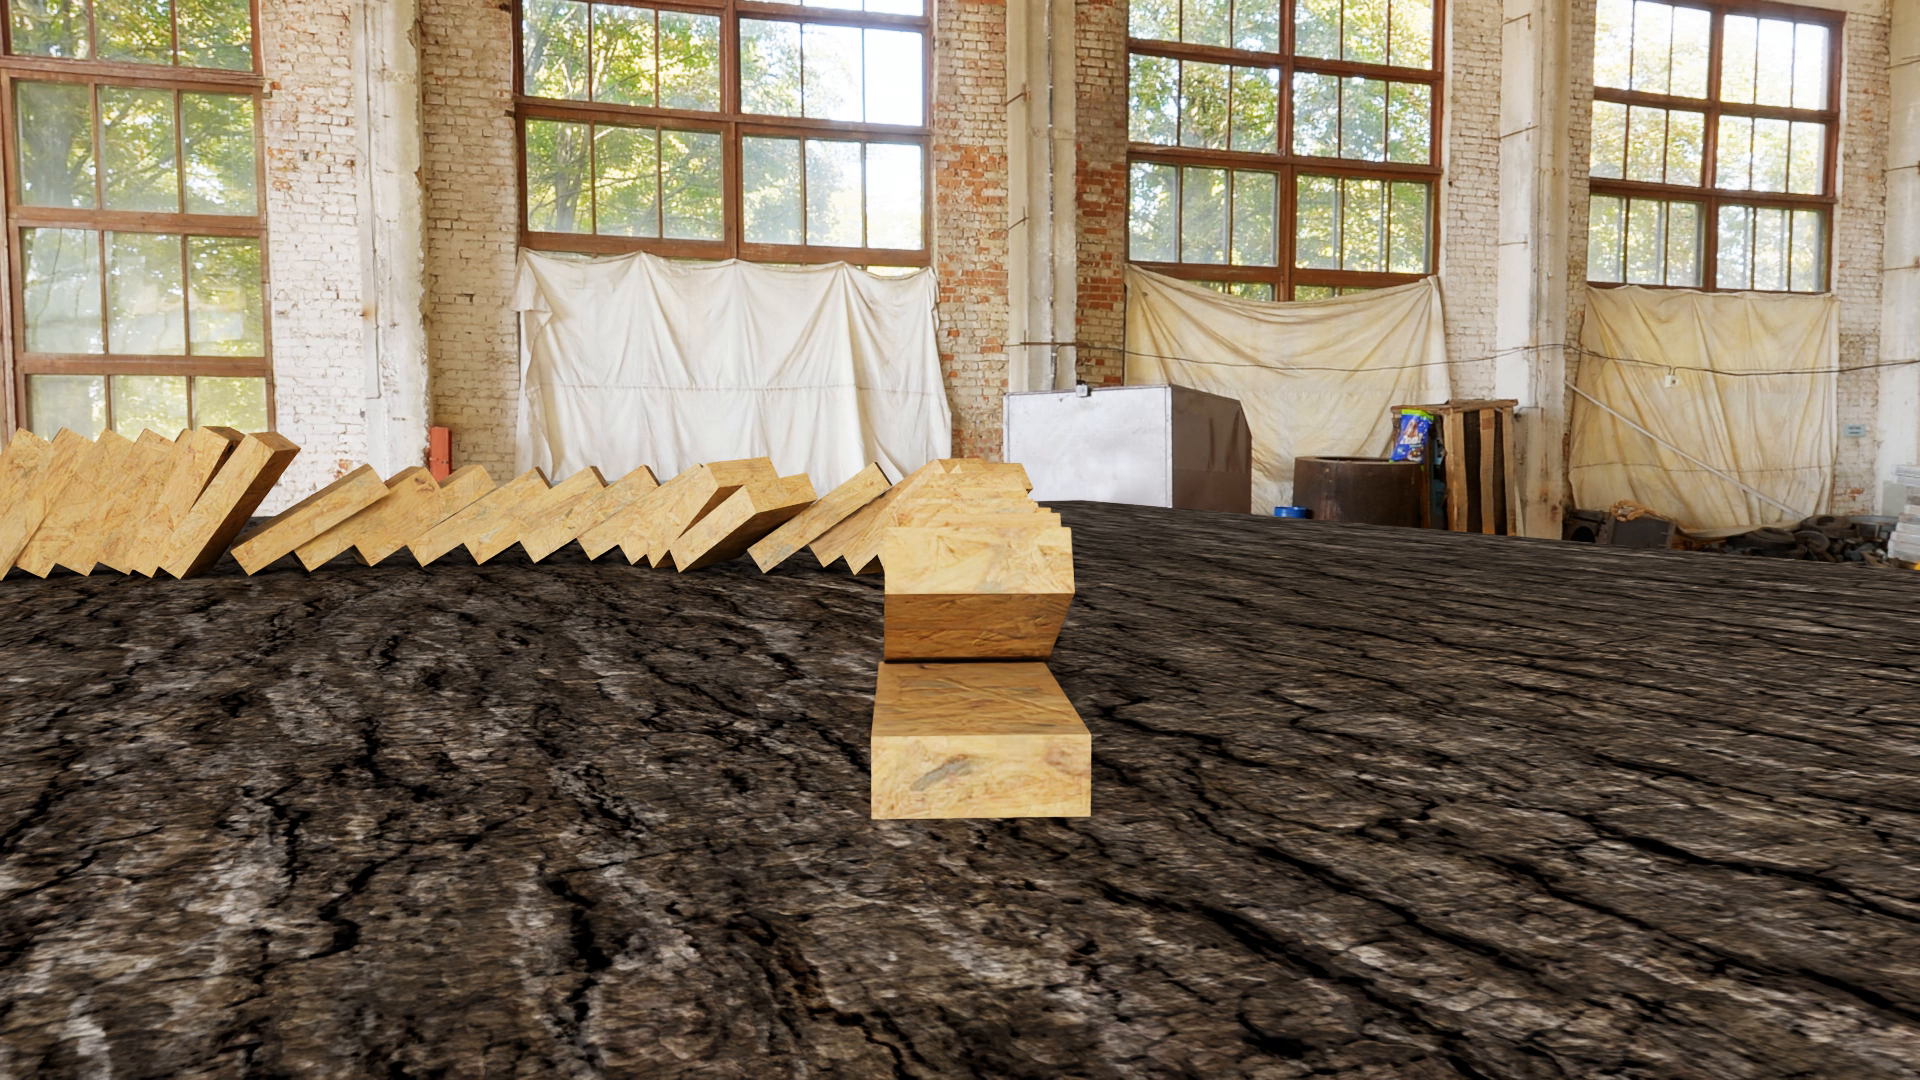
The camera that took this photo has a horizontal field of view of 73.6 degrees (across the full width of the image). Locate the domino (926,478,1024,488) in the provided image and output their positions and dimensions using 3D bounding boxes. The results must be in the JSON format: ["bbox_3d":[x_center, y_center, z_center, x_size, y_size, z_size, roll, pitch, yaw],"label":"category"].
[{"bbox_3d":[0.001,-0.001,0.355,0.025,0.010,0.050,-1,-26,-9],"label":"domino"}]

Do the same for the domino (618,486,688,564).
[{"bbox_3d":[-0.095,-0.010,0.455,0.050,0.010,0.025,-36,-8,18],"label":"domino"}]

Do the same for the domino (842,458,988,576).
[{"bbox_3d":[-0.013,-0.007,0.415,0.050,0.010,0.025,-42,-21,31],"label":"domino"}]

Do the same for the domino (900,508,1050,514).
[{"bbox_3d":[0.002,0.009,0.234,0.025,0.010,0.050,0,-24,-2],"label":"domino"}]

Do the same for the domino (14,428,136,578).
[{"bbox_3d":[-0.289,-0.013,0.419,0.010,0.050,0.025,34,-15,-31],"label":"domino"}]

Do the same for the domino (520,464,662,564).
[{"bbox_3d":[-0.132,-0.010,0.463,0.050,0.010,0.025,-33,7,-7],"label":"domino"}]

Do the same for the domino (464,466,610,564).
[{"bbox_3d":[-0.151,-0.009,0.460,0.050,0.009,0.025,-33,8,-7],"label":"domino"}]

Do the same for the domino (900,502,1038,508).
[{"bbox_3d":[0.001,0.008,0.255,0.025,0.010,0.050,0,-23,-1],"label":"domino"}]

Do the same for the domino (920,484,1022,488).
[{"bbox_3d":[0.001,0.001,0.335,0.025,0.010,0.050,0,-25,-5],"label":"domino"}]

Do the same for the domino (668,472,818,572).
[{"bbox_3d":[-0.071,-0.005,0.416,0.025,0.009,0.050,-16,-11,-45],"label":"domino"}]

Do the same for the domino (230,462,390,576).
[{"bbox_3d":[-0.219,-0.008,0.432,0.050,0.010,0.025,-36,23,-20],"label":"domino"}]

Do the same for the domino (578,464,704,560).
[{"bbox_3d":[-0.113,-0.010,0.467,0.050,0.010,0.025,-33,5,-6],"label":"domino"}]

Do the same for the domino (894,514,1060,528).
[{"bbox_3d":[0.002,0.011,0.214,0.025,0.009,0.050,0,-24,-3],"label":"domino"}]

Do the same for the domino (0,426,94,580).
[{"bbox_3d":[-0.297,-0.012,0.411,0.010,0.050,0.025,35,-17,-33],"label":"domino"}]

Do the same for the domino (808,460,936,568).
[{"bbox_3d":[-0.027,-0.009,0.435,0.050,0.010,0.025,-34,1,-1],"label":"domino"}]

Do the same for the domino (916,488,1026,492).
[{"bbox_3d":[0.002,0.003,0.315,0.025,0.010,0.050,0,-24,-3],"label":"domino"}]

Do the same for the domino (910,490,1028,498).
[{"bbox_3d":[0.001,0.004,0.295,0.025,0.010,0.050,0,-24,-2],"label":"domino"}]

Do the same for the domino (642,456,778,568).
[{"bbox_3d":[-0.084,-0.009,0.433,0.025,0.010,0.050,-11,-24,-46],"label":"domino"}]

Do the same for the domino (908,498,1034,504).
[{"bbox_3d":[0.002,0.006,0.275,0.025,0.010,0.050,0,-23,-2],"label":"domino"}]

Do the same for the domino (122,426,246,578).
[{"bbox_3d":[-0.251,-0.013,0.420,0.010,0.050,0.025,29,-1,-11],"label":"domino"}]

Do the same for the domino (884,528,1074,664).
[{"bbox_3d":[0.001,0.012,0.193,0.025,0.010,0.050,0,-23,-4],"label":"domino"}]

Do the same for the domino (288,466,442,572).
[{"bbox_3d":[-0.208,-0.008,0.446,0.050,0.010,0.025,-39,24,-26],"label":"domino"}]

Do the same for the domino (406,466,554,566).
[{"bbox_3d":[-0.171,-0.009,0.459,0.050,0.010,0.025,-33,11,-10],"label":"domino"}]

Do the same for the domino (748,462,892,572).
[{"bbox_3d":[-0.046,-0.008,0.428,0.050,0.010,0.025,-35,3,1],"label":"domino"}]

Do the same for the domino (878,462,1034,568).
[{"bbox_3d":[-0.002,-0.006,0.399,0.025,0.009,0.050,-4,-30,-39],"label":"domino"}]

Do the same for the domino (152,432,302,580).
[{"bbox_3d":[-0.236,-0.012,0.415,0.010,0.050,0.025,36,-1,-11],"label":"domino"}]

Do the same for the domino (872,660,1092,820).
[{"bbox_3d":[0.001,0.025,0.171,0.025,0.010,0.050,0,4,-3],"label":"domino"}]

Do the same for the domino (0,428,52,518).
[{"bbox_3d":[-0.306,-0.012,0.403,0.009,0.050,0.025,35,-17,-33],"label":"domino"}]

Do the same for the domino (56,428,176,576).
[{"bbox_3d":[-0.280,-0.013,0.426,0.010,0.050,0.025,34,-15,-31],"label":"domino"}]

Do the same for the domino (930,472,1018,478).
[{"bbox_3d":[-0.001,-0.003,0.375,0.025,0.010,0.050,-1,-27,-14],"label":"domino"}]

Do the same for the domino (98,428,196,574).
[{"bbox_3d":[-0.269,-0.014,0.430,0.010,0.050,0.025,34,-15,-31],"label":"domino"}]

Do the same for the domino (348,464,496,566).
[{"bbox_3d":[-0.193,-0.009,0.458,0.050,0.010,0.025,-39,22,-26],"label":"domino"}]
